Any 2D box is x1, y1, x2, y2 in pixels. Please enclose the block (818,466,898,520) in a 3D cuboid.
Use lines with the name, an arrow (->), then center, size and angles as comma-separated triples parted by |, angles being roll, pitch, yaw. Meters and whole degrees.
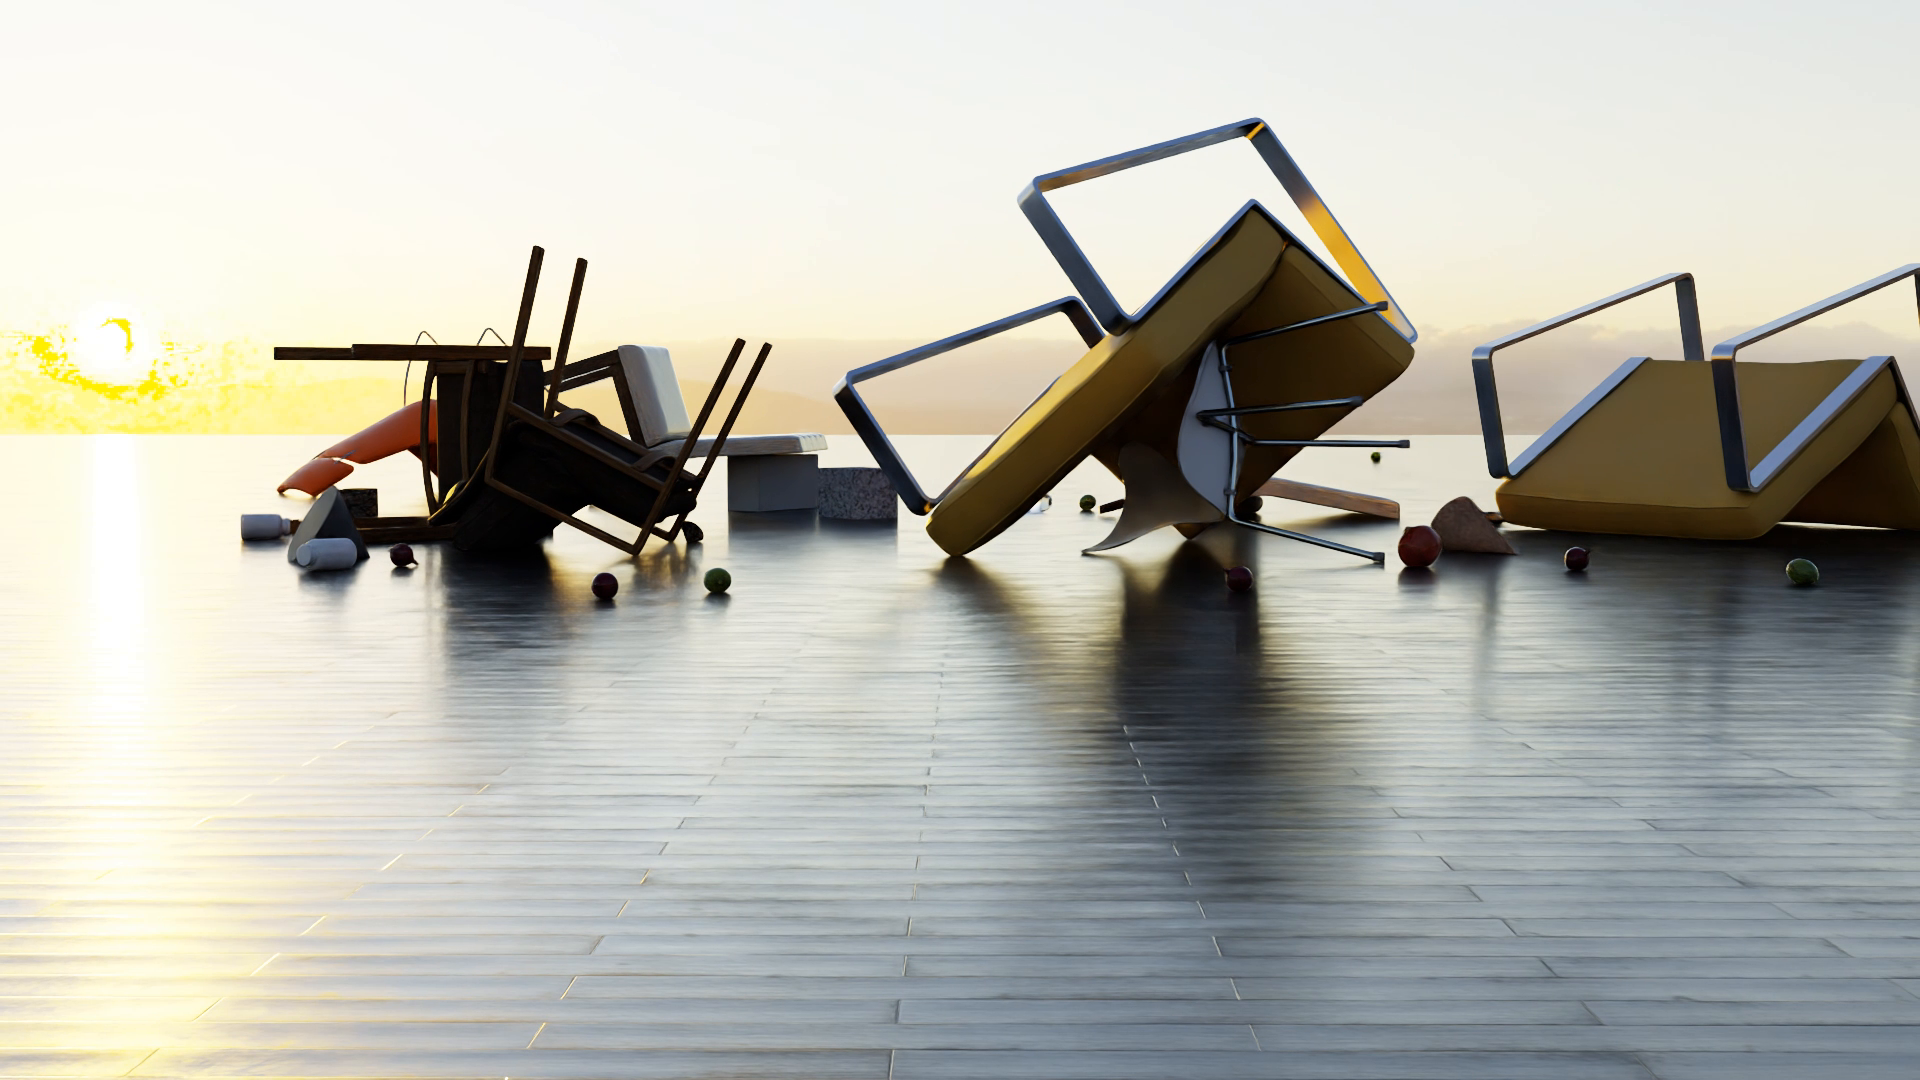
block -> -0.359, -0.167, 7.729 | 0.182, 0.171, 0.238 | -3, 5, -34

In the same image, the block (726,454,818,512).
block -> -0.701, -0.219, 8.255 | 0.150, 0.202, 0.357 | 3, 5, 34

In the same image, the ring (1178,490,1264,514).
ring -> 0.943, -0.138, 7.948 | 0.360, 0.079, 0.180 | 0, 5, -31

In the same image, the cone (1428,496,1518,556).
cone -> 1.439, -0.003, 6.030 | 0.190, 0.151, 0.242 | -29, 37, -24

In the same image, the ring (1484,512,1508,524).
ring -> 1.728, -0.074, 7.341 | 0.204, 0.039, 0.158 | -1, 3, -2

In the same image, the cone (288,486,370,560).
cone -> -1.636, 0.001, 5.820 | 0.181, 0.231, 0.220 | 35, -25, -27

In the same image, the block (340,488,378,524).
block -> -2.009, -0.114, 7.352 | 0.088, 0.116, 0.113 | 0, 4, 7

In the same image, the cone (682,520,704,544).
cone -> -0.792, -0.008, 6.440 | 0.053, 0.078, 0.075 | -39, 17, 24

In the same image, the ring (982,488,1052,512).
ring -> 0.210, -0.144, 8.045 | 0.266, 0.083, 0.161 | 1, 5, 20
